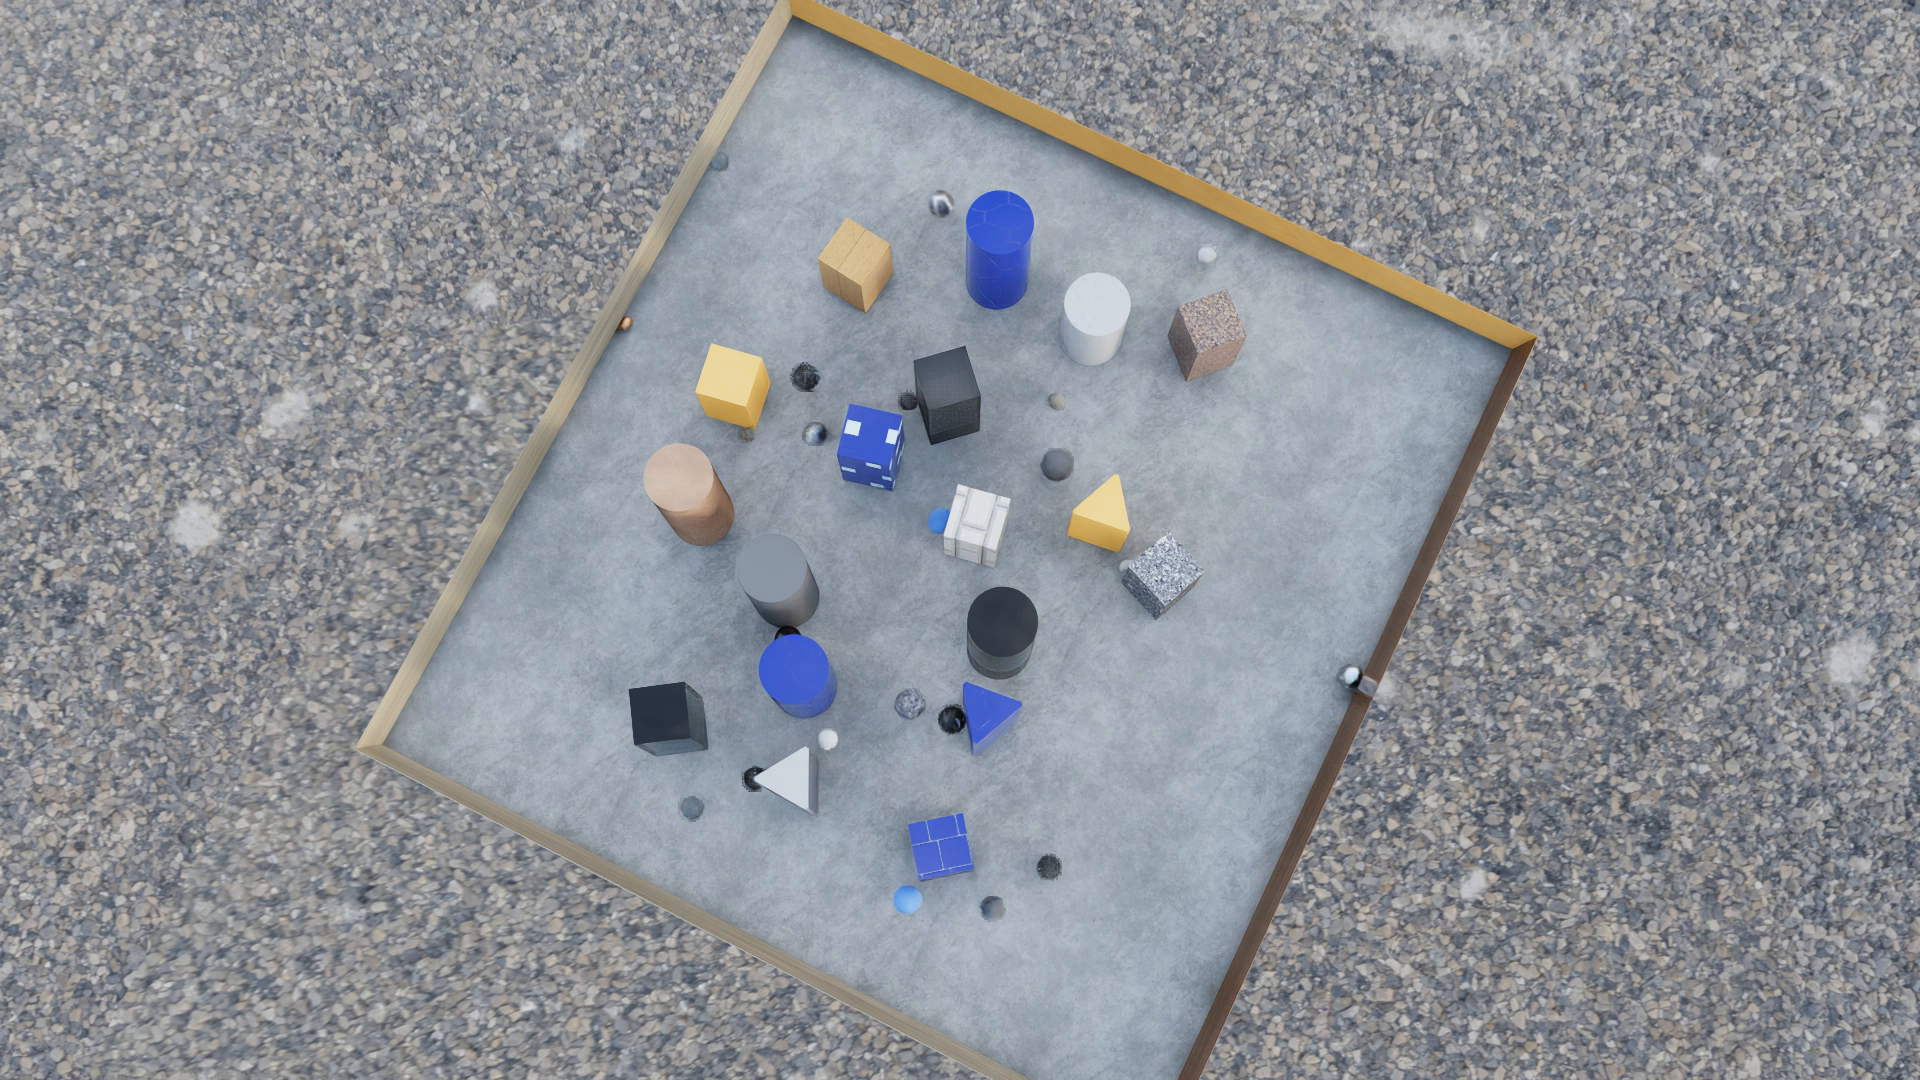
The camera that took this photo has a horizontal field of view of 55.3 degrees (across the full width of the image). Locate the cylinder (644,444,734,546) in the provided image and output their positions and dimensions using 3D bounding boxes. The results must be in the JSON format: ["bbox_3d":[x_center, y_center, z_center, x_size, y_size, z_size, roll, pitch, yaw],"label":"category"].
[{"bbox_3d":[-0.793,-0.128,5.395,0.198,0.486,0.198,0,78,0],"label":"cylinder"}]

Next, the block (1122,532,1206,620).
[{"bbox_3d":[0.602,0.110,5.462,0.158,0.259,0.158,-41,81,-8],"label":"block"}]

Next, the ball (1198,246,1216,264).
[{"bbox_3d":[0.777,-0.897,5.773,0.058,0.058,0.058,0,78,0],"label":"ball"}]

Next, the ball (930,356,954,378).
[{"bbox_3d":[-0.055,-0.537,5.692,0.070,0.070,0.070,0,78,0],"label":"ball"}]

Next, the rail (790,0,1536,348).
[{"bbox_3d":[0.596,-1.161,5.790,2.606,0.128,0.045,26,80,5],"label":"rail"}]

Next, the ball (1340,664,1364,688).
[{"bbox_3d":[1.174,0.410,5.495,0.072,0.072,0.072,0,78,0],"label":"ball"}]

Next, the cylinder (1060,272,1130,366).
[{"bbox_3d":[0.410,-0.673,5.603,0.198,0.298,0.198,0,78,0],"label":"cylinder"}]

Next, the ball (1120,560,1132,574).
[{"bbox_3d":[0.508,0.081,5.578,0.044,0.044,0.044,0,78,0],"label":"ball"}]

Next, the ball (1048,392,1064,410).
[{"bbox_3d":[0.299,-0.431,5.679,0.052,0.052,0.052,0,78,0],"label":"ball"}]

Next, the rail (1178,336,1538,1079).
[{"bbox_3d":[1.144,0.567,5.433,0.045,0.128,2.714,26,80,5],"label":"rail"}]

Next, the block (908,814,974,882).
[{"bbox_3d":[-0.054,0.891,5.294,0.158,0.271,0.158,-11,79,-2],"label":"block"}]

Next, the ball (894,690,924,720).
[{"bbox_3d":[-0.150,0.491,5.469,0.091,0.091,0.091,0,78,0],"label":"ball"}]

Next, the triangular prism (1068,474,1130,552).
[{"bbox_3d":[0.433,-0.091,5.476,0.171,0.312,0.148,19,79,4],"label":"triangular prism"}]

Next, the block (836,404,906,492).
[{"bbox_3d":[-0.265,-0.276,5.512,0.158,0.317,0.158,13,79,3],"label":"block"}]

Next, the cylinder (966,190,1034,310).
[{"bbox_3d":[0.116,-0.871,5.547,0.198,0.489,0.198,0,78,0],"label":"cylinder"}]

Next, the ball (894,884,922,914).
[{"bbox_3d":[-0.153,1.050,5.357,0.083,0.083,0.083,0,78,0],"label":"ball"}]

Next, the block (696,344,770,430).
[{"bbox_3d":[-0.688,-0.464,5.579,0.158,0.263,0.158,16,79,3],"label":"block"}]

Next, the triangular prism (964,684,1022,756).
[{"bbox_3d":[0.059,0.496,5.301,0.171,0.417,0.148,-39,81,-7],"label":"triangular prism"}]

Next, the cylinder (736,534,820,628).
[{"bbox_3d":[-0.527,0.125,5.353,0.198,0.465,0.198,0,78,0],"label":"cylinder"}]

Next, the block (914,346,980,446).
[{"bbox_3d":[-0.038,-0.429,5.505,0.158,0.394,0.158,-16,79,-3],"label":"block"}]

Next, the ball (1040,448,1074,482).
[{"bbox_3d":[0.297,-0.229,5.614,0.099,0.099,0.099,0,78,0],"label":"ball"}]

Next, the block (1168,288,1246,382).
[{"bbox_3d":[0.752,-0.623,5.599,0.158,0.287,0.158,-20,79,-4],"label":"block"}]

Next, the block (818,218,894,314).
[{"bbox_3d":[-0.320,-0.846,5.660,0.158,0.258,0.158,33,80,6],"label":"block"}]

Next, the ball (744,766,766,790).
[{"bbox_3d":[-0.606,0.707,5.435,0.070,0.070,0.070,0,78,0],"label":"ball"}]

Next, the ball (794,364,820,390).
[{"bbox_3d":[-0.476,-0.505,5.679,0.082,0.082,0.082,0,78,0],"label":"ball"}]

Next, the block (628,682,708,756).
[{"bbox_3d":[-0.841,0.523,5.314,0.158,0.380,0.158,-7,78,-2],"label":"block"}]

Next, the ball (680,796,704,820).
[{"bbox_3d":[-0.792,0.791,5.417,0.069,0.069,0.069,0,78,0],"label":"ball"}]

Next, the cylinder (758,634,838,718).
[{"bbox_3d":[-0.468,0.401,5.343,0.198,0.374,0.198,0,78,0],"label":"cylinder"}]

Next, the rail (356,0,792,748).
[{"bbox_3d":[-1.144,-0.553,5.665,0.045,0.128,2.714,26,80,5],"label":"rail"}]

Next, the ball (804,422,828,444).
[{"bbox_3d":[-0.444,-0.329,5.647,0.073,0.073,0.073,0,78,0],"label":"ball"}]

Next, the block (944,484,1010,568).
[{"bbox_3d":[0.050,-0.039,5.484,0.158,0.276,0.158,16,79,3],"label":"block"}]

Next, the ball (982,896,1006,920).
[{"bbox_3d":[0.097,1.074,5.359,0.070,0.070,0.070,0,78,0],"label":"ball"}]

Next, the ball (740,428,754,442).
[{"bbox_3d":[-0.656,-0.324,5.660,0.046,0.046,0.046,0,78,0],"label":"ball"}]

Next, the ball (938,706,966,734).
[{"bbox_3d":[-0.024,0.537,5.463,0.083,0.083,0.083,0,78,0],"label":"ball"}]

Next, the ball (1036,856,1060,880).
[{"bbox_3d":[0.260,0.962,5.381,0.071,0.071,0.071,0,78,0],"label":"ball"}]

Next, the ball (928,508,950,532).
[{"bbox_3d":[-0.059,-0.061,5.591,0.076,0.076,0.076,0,78,0],"label":"ball"}]

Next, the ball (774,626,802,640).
[{"bbox_3d":[-0.516,0.301,5.511,0.085,0.085,0.085,0,78,0],"label":"ball"}]

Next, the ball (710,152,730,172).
[{"bbox_3d":[-0.765,-1.206,5.835,0.061,0.061,0.061,0,78,0],"label":"ball"}]

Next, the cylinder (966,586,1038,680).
[{"bbox_3d":[0.118,0.275,5.309,0.198,0.491,0.198,0,78,0],"label":"cylinder"}]

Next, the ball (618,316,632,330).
[{"bbox_3d":[-1.050,-0.677,5.733,0.046,0.046,0.046,0,78,0],"label":"ball"}]

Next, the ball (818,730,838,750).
[{"bbox_3d":[-0.394,0.595,5.463,0.059,0.059,0.059,0,78,0],"label":"ball"}]

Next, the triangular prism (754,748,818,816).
[{"bbox_3d":[-0.464,0.679,5.289,0.171,0.366,0.148,29,80,6],"label":"triangular prism"}]

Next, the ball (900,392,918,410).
[{"bbox_3d":[-0.159,-0.428,5.677,0.055,0.055,0.055,0,78,0],"label":"ball"}]

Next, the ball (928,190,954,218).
[{"bbox_3d":[-0.058,-1.063,5.794,0.084,0.084,0.084,0,78,0],"label":"ball"}]

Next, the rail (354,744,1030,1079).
[{"bbox_3d":[-0.596,1.175,5.307,2.606,0.128,0.045,26,80,5],"label":"rail"}]
